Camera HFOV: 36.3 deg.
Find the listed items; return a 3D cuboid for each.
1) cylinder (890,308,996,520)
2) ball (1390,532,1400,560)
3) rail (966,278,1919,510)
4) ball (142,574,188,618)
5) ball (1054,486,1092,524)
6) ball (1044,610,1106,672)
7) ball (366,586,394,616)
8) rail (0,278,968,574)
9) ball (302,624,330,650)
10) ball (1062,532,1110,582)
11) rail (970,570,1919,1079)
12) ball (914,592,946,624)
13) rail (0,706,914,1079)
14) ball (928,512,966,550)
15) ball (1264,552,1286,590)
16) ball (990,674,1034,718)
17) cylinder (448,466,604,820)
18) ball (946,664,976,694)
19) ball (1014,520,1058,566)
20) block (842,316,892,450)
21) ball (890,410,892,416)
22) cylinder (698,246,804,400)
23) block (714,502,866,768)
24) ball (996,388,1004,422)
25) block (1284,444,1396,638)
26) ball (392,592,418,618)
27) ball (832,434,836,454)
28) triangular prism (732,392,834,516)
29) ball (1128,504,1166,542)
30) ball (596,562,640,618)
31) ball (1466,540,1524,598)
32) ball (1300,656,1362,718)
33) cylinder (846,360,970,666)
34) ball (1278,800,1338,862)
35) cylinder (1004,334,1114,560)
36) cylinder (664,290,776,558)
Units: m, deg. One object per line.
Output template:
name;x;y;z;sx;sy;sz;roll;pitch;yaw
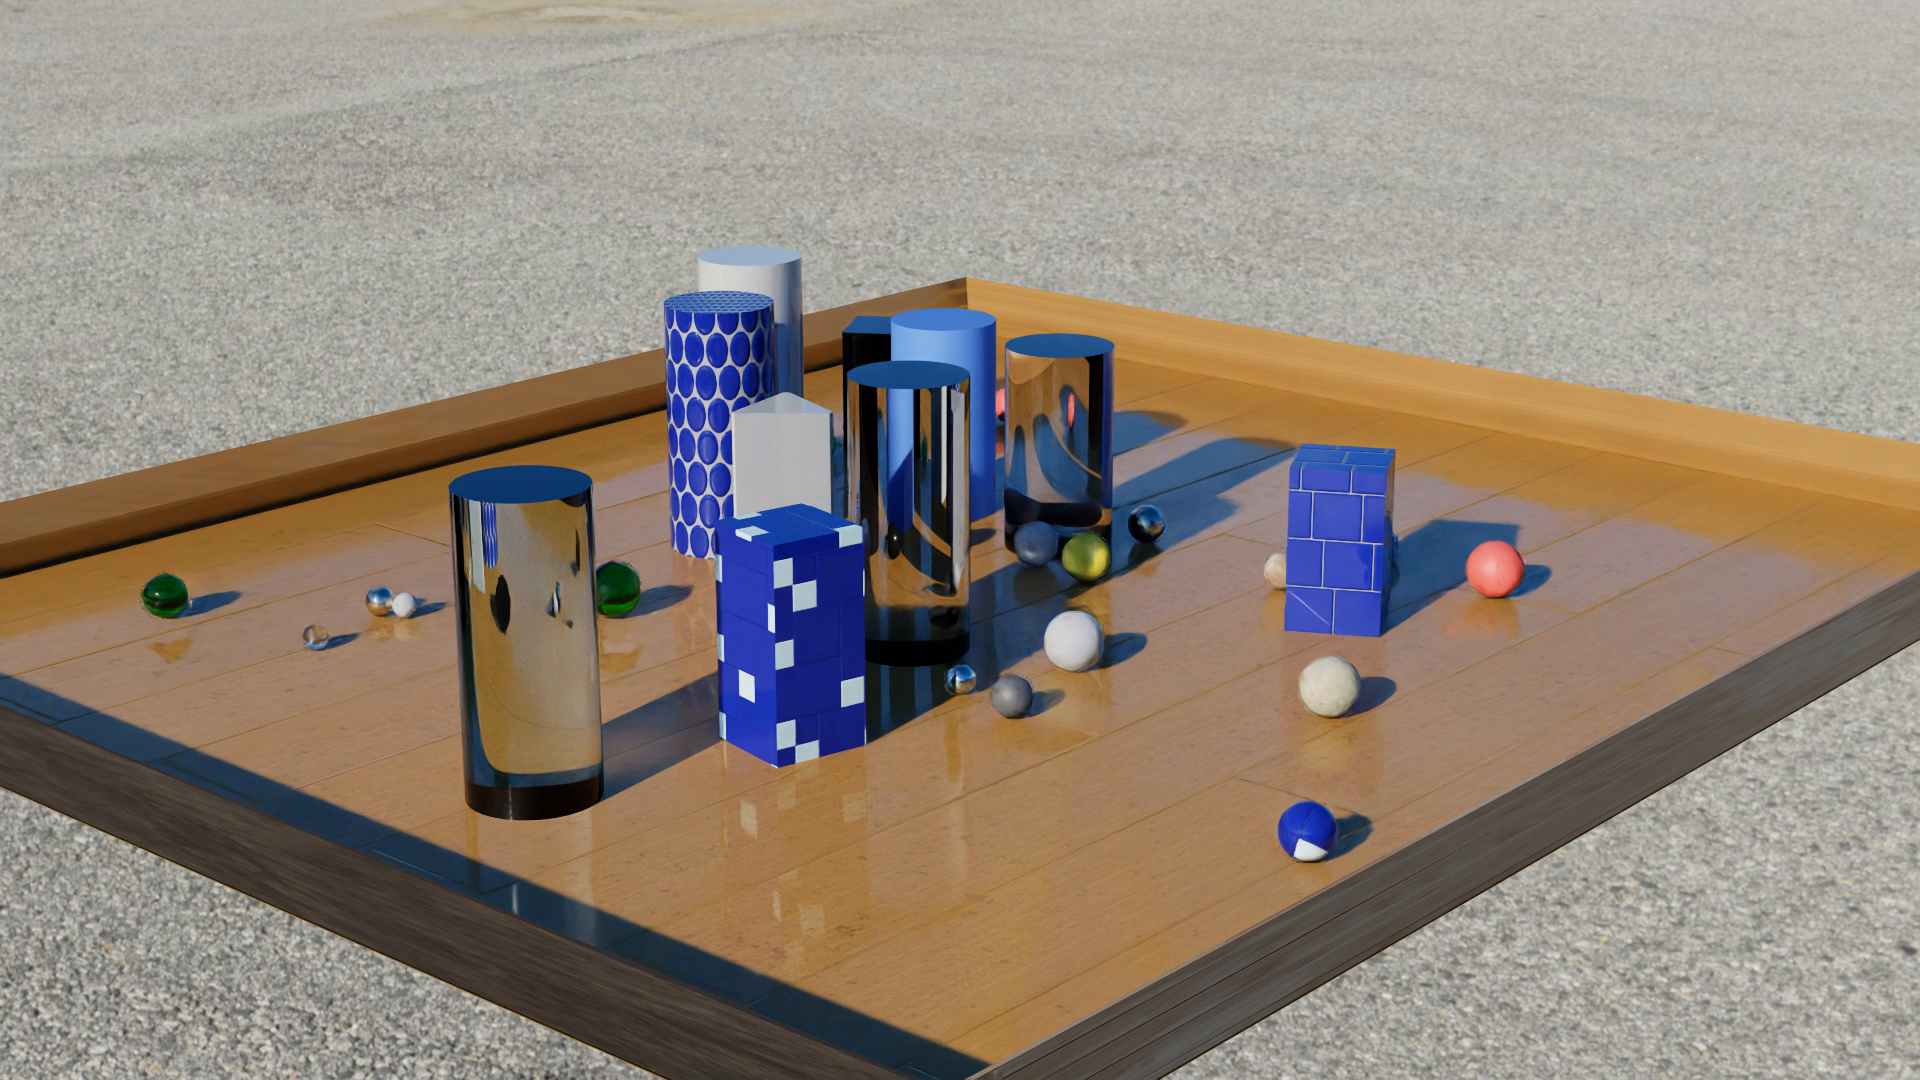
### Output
cylinder;-0.031;-0.240;5.607;0.200;0.372;0.200;0;17;0
ball;0.774;0.010;5.330;0.054;0.054;0.054;0;17;0
rail;1.037;-0.312;6.263;2.749;0.130;0.045;14;22;39
ball;-1.357;0.096;5.008;0.076;0.076;0.076;0;17;0
ball;0.215;-0.068;5.556;0.072;0.072;0.072;0;17;0
ball;0.185;0.163;4.743;0.099;0.099;0.099;0;17;0
ball;-0.993;0.105;5.022;0.051;0.051;0.051;0;17;0
rail;-1.020;-0.223;5.968;0.045;0.130;3.211;14;22;39
ball;-1.065;0.160;4.849;0.043;0.043;0.043;0;17;0
ball;0.223;0.031;5.205;0.086;0.086;0.086;0;17;0
rail;1.020;0.288;4.272;0.045;0.130;3.211;14;22;39
ball;-0.051;0.115;4.976;0.056;0.056;0.056;0;17;0
rail;-1.037;0.377;3.976;2.749;0.130;0.045;14;22;39
ball;-0.023;-0.018;5.394;0.070;0.070;0.070;0;17;0
ball;0.568;0.054;5.161;0.067;0.067;0.067;0;17;0
ball;0.081;0.242;4.537;0.067;0.067;0.067;0;17;0
cylinder;-0.615;0.145;4.169;0.200;0.466;0.200;0;17;0
ball;0.001;0.220;4.641;0.049;0.049;0.049;0;17;0
ball;0.137;0.006;5.292;0.082;0.082;0.082;0;17;0
block;-0.149;-0.324;6.096;0.160;0.251;0.160;3;17;9
ball;-0.116;-0.270;6.244;0.062;0.062;0.062;0;17;0
cylinder;-0.404;-0.322;5.712;0.200;0.470;0.200;0;17;0
block;-0.254;0.140;4.394;0.160;0.344;0.160;-12;21;-35
ball;0.110;-0.290;6.280;0.080;0.080;0.080;0;17;0
block;0.644;-0.001;4.965;0.160;0.285;0.160;4;17;13
ball;-0.948;0.112;5.008;0.044;0.044;0.044;0;17;0
ball;-0.284;-0.196;5.996;0.063;0.063;0.063;0;17;0
triangular prism;-0.309;-0.091;5.210;0.173;0.316;0.150;0;17;0
ball;0.346;-0.030;5.436;0.070;0.070;0.070;0;17;0
ball;-0.593;0.085;5.008;0.096;0.096;0.096;0;17;0
ball;0.933;0.051;5.115;0.100;0.100;0.100;0;17;0
ball;0.573;0.226;4.538;0.096;0.096;0.096;0;17;0
cylinder;-0.083;-0.045;4.799;0.200;0.465;0.200;0;17;0
ball;0.474;0.397;3.995;0.083;0.083;0.083;0;17;0
cylinder;0.181;-0.173;5.378;0.200;0.376;0.200;0;17;0
cylinder;-0.436;-0.212;5.370;0.200;0.456;0.200;0;17;0
